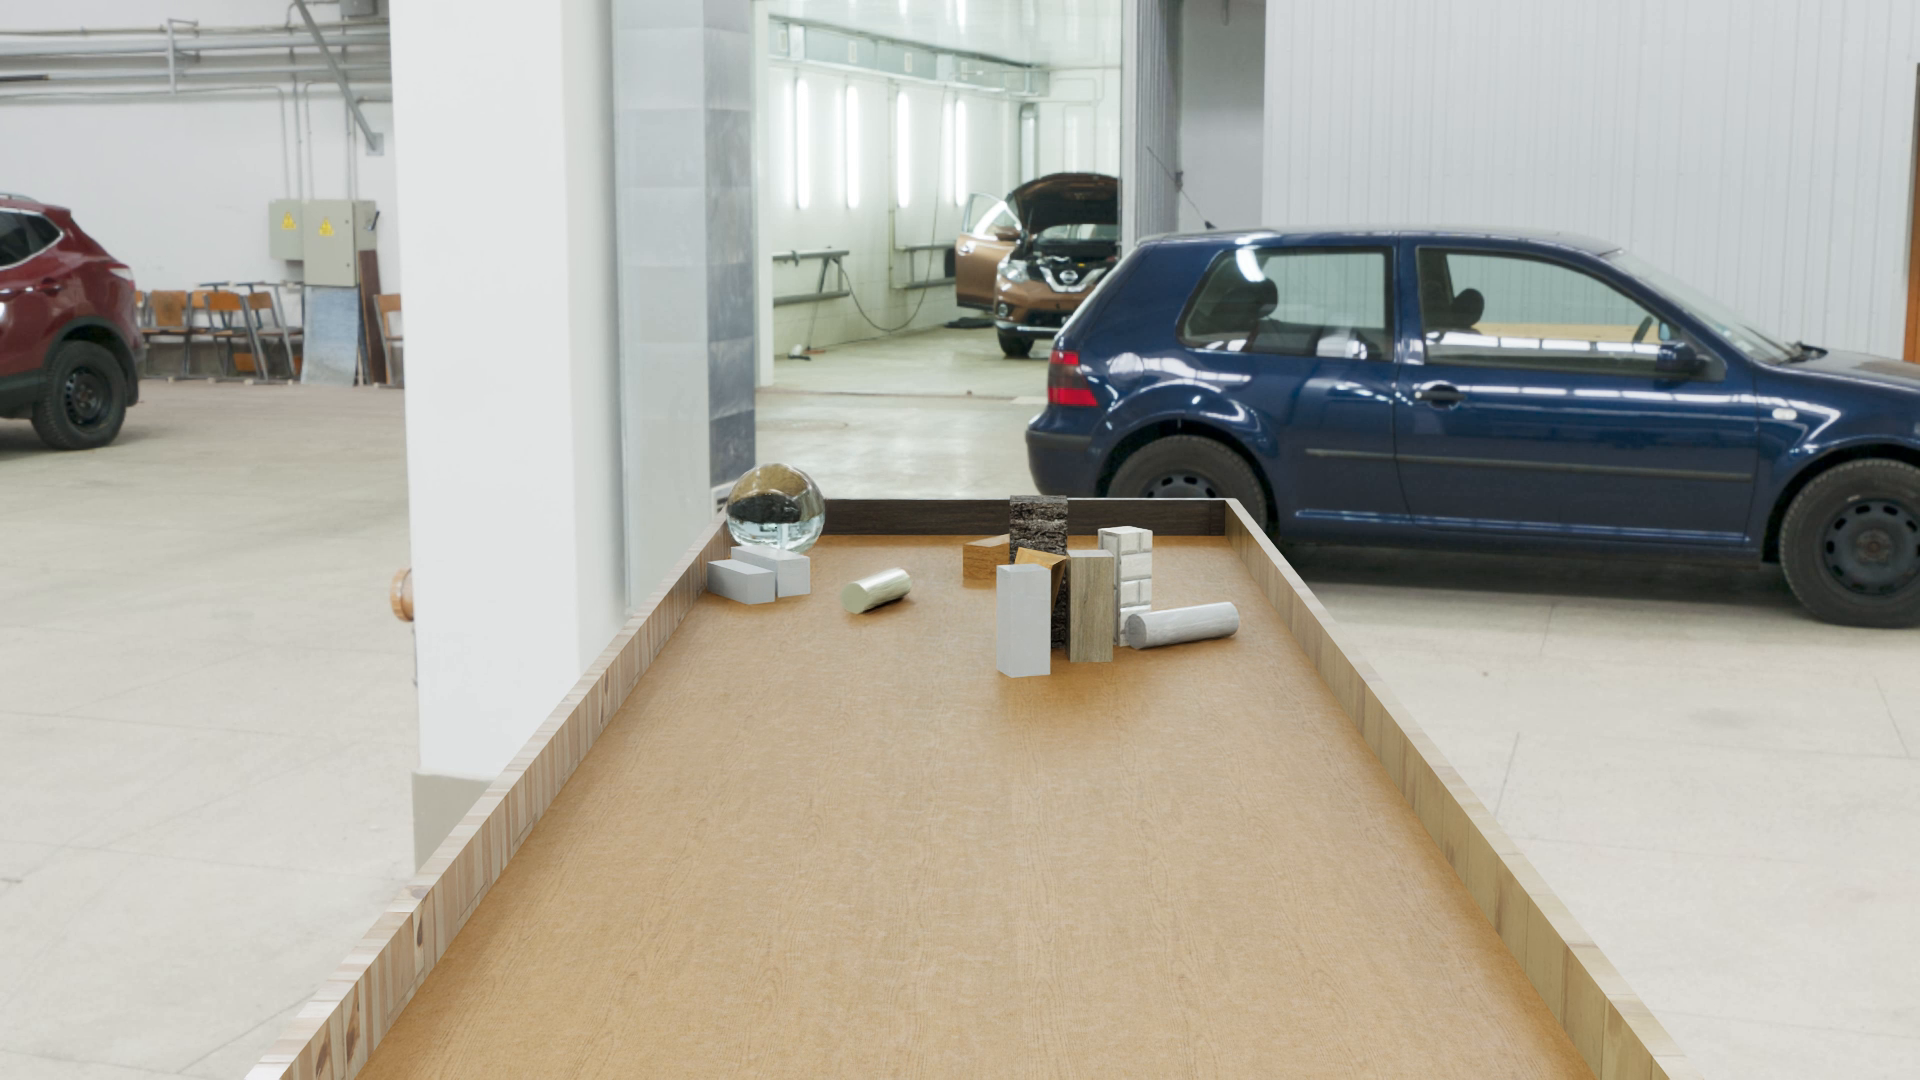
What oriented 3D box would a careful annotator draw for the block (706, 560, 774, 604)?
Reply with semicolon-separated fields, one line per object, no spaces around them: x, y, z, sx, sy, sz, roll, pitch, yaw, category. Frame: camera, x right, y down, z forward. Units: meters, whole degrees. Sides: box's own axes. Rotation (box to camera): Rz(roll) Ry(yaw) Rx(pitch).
-0.774;0.146;7.750;0.105;0.105;0.312;-6;11;-33;block

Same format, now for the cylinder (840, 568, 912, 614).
-0.288;0.174;7.578;0.105;0.105;0.329;4;10;25;cylinder

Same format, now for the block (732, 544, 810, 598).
-0.682;0.108;7.908;0.131;0.131;0.352;-6;11;-33;block

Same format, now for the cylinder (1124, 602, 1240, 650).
0.704;0.269;6.958;0.377;0.110;0.110;-6;11;-33;cylinder

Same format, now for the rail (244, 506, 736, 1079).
-1.004;0.839;3.234;0.050;0.150;12.000;0;9;1;rail

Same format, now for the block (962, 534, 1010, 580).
0.186;0.052;8.292;0.121;0.121;0.435;6;11;35;block

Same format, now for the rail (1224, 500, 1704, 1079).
1.046;0.843;3.208;0.050;0.150;12.000;0;9;1;rail

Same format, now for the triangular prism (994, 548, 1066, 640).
0.242;0.193;6.786;0.134;0.305;0.155;2;19;-41;triangular prism

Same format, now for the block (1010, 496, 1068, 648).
0.244;0.098;6.924;0.179;0.458;0.179;0;9;1;block

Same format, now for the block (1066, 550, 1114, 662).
0.395;0.201;6.710;0.130;0.324;0.130;-1;9;-4;block

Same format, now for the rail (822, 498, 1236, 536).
0.099;-0.098;9.147;2.100;0.150;0.050;0;9;1;rail

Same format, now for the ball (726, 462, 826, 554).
-0.709;-0.106;8.457;0.383;0.383;0.383;0;9;0;ball

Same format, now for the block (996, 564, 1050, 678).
0.188;0.237;6.512;0.124;0.314;0.124;-3;10;-19;block

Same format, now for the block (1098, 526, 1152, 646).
0.520;0.145;6.955;0.121;0.357;0.121;-6;11;-33;block
